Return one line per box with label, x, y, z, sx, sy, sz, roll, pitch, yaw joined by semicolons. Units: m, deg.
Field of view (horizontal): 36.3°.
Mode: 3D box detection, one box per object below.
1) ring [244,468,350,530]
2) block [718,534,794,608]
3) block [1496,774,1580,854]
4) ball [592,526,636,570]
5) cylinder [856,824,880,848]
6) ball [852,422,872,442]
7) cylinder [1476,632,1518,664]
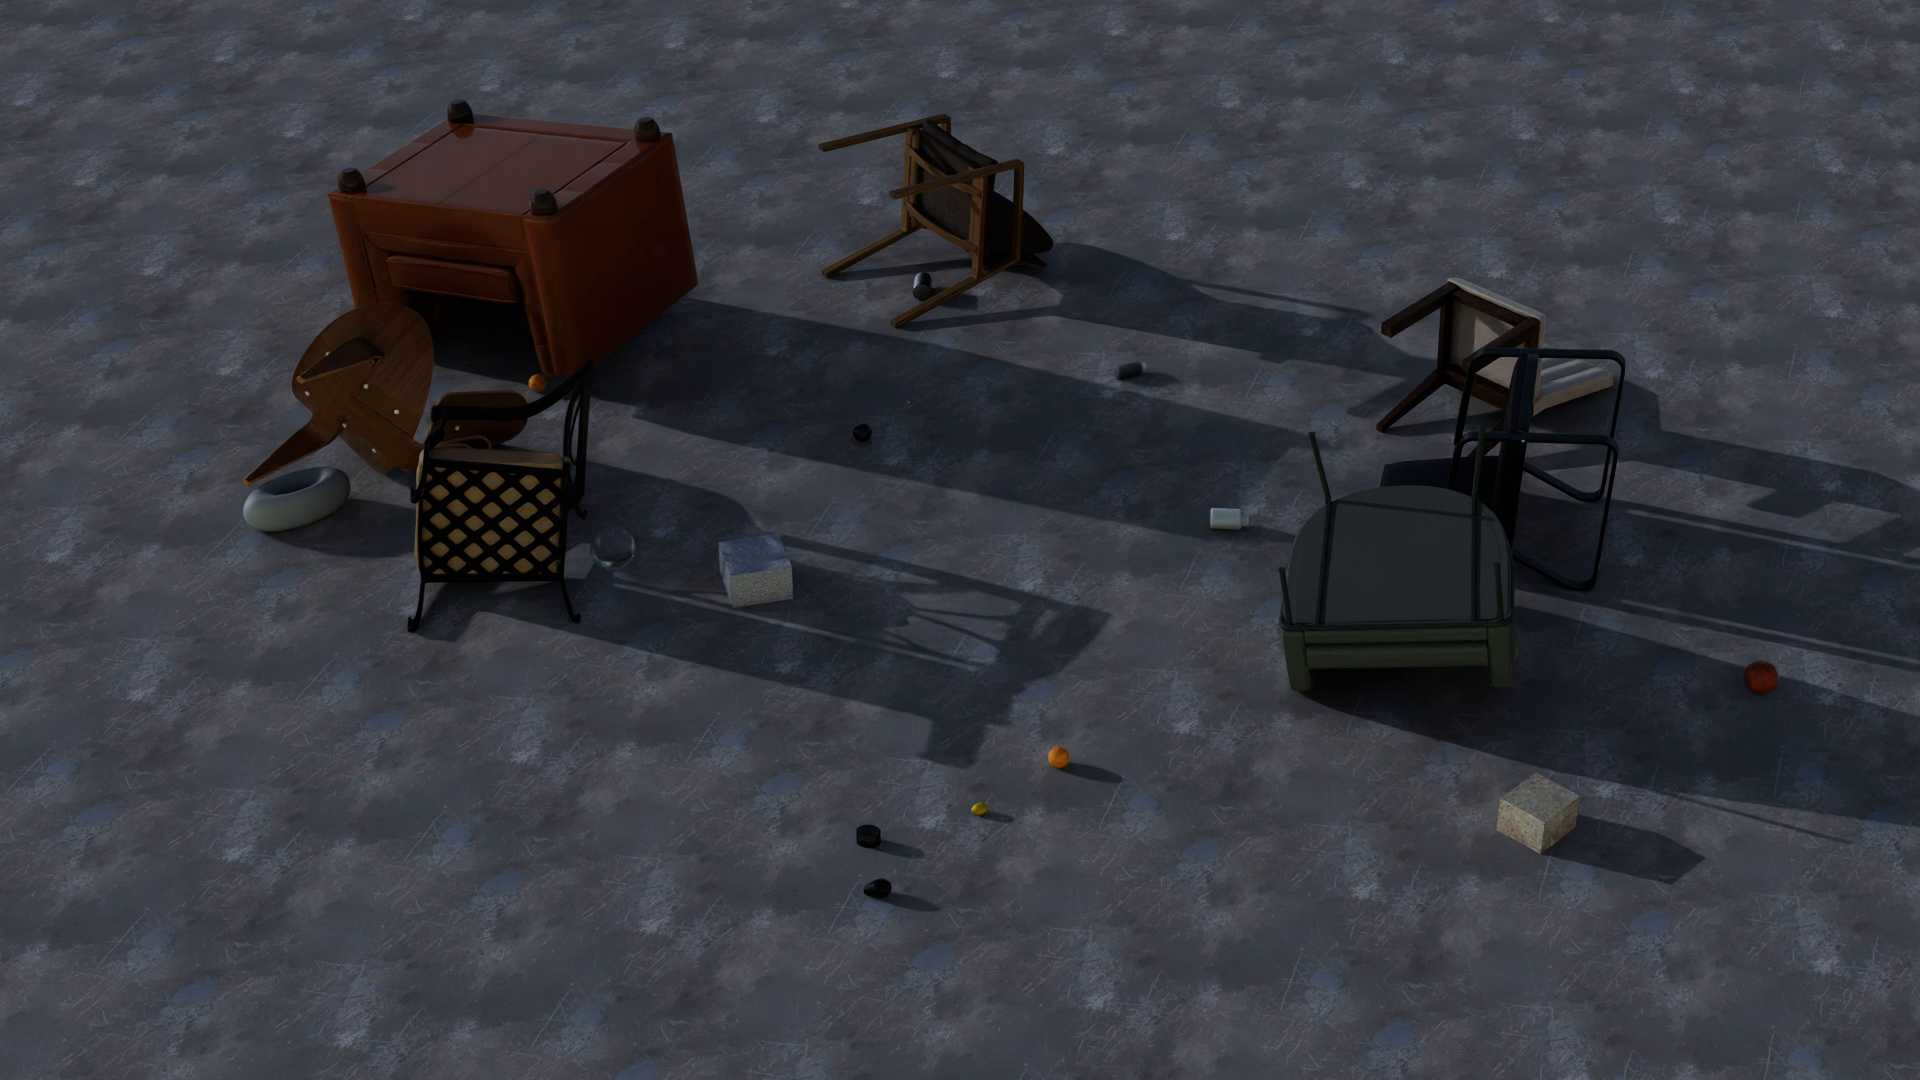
ring;-2.497;-0.154;11.048;0.432;0.147;0.215;-22;37;-31
block;-0.742;0.110;10.649;0.223;0.141;0.226;-9;34;-13
block;1.870;0.883;9.486;0.191;0.130;0.174;-28;43;-36
ball;-1.270;0.028;10.758;0.158;0.158;0.158;0;33;0
cylinder;-0.295;0.955;9.451;0.079;0.048;0.059;6;34;9
ball;-0.383;-0.422;11.518;0.075;0.075;0.075;0;33;0
cylinder;1.883;0.376;10.280;0.136;0.103;0.109;3;30;4
